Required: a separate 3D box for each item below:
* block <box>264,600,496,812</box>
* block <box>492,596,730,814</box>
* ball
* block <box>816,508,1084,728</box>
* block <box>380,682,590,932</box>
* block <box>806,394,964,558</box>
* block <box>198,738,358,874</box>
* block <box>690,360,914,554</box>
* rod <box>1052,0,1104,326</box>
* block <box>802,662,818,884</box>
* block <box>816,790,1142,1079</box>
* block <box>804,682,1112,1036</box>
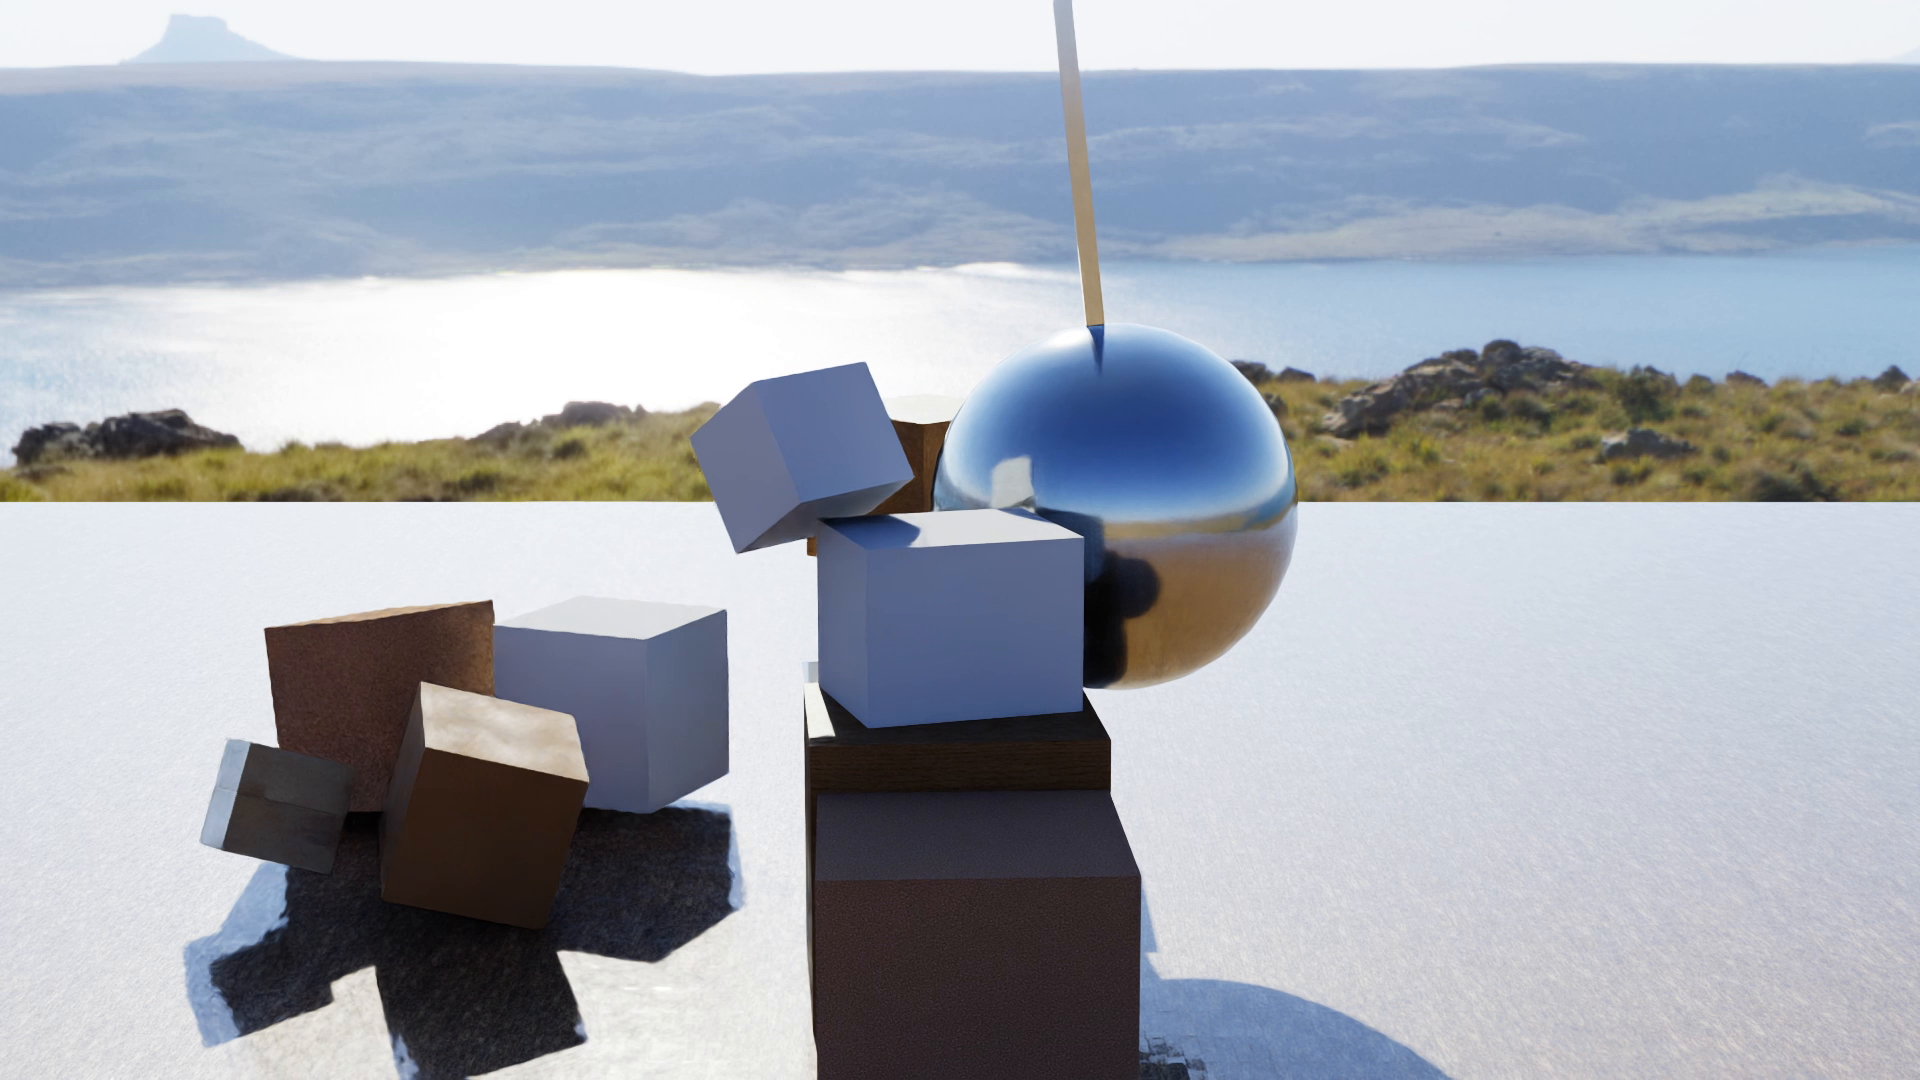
[{"bbox_3d":[-2.731,0.794,12.298,0.731,0.889,0.793,-5,3,36],"label":"block"},{"bbox_3d":[-1.673,0.777,12.382,0.826,0.832,0.802,4,10,22],"label":"block"},{"bbox_3d":[0.669,-0.145,11.154,1.600,1.600,1.600,0,10,0],"label":"ball"},{"bbox_3d":[-0.048,0.284,9.939,0.852,0.674,0.716,-3,11,-18],"label":"block"},{"bbox_3d":[-2.020,1.115,10.818,0.679,0.684,0.766,14,13,-17],"label":"block"},{"bbox_3d":[-0.175,-0.286,12.686,0.833,0.739,0.826,10,14,44],"label":"block"},{"bbox_3d":[-2.894,1.128,10.887,0.467,0.459,0.442,18,-10,-26],"label":"block"},{"bbox_3d":[-0.628,-0.327,10.158,0.565,0.516,0.521,-14,-14,-40],"label":"block"},{"bbox_3d":[0.290,-3.469,10.550,0.080,5.200,0.080,-6,10,1],"label":"rod"},{"bbox_3d":[-0.183,1.085,10.886,0.936,0.970,0.940,-1,10,-5],"label":"block"},{"bbox_3d":[0.037,1.464,8.917,1.062,0.929,1.026,0,10,-3],"label":"block"},{"bbox_3d":[-0.036,1.194,9.906,1.100,1.105,0.983,-1,10,-5],"label":"block"}]
